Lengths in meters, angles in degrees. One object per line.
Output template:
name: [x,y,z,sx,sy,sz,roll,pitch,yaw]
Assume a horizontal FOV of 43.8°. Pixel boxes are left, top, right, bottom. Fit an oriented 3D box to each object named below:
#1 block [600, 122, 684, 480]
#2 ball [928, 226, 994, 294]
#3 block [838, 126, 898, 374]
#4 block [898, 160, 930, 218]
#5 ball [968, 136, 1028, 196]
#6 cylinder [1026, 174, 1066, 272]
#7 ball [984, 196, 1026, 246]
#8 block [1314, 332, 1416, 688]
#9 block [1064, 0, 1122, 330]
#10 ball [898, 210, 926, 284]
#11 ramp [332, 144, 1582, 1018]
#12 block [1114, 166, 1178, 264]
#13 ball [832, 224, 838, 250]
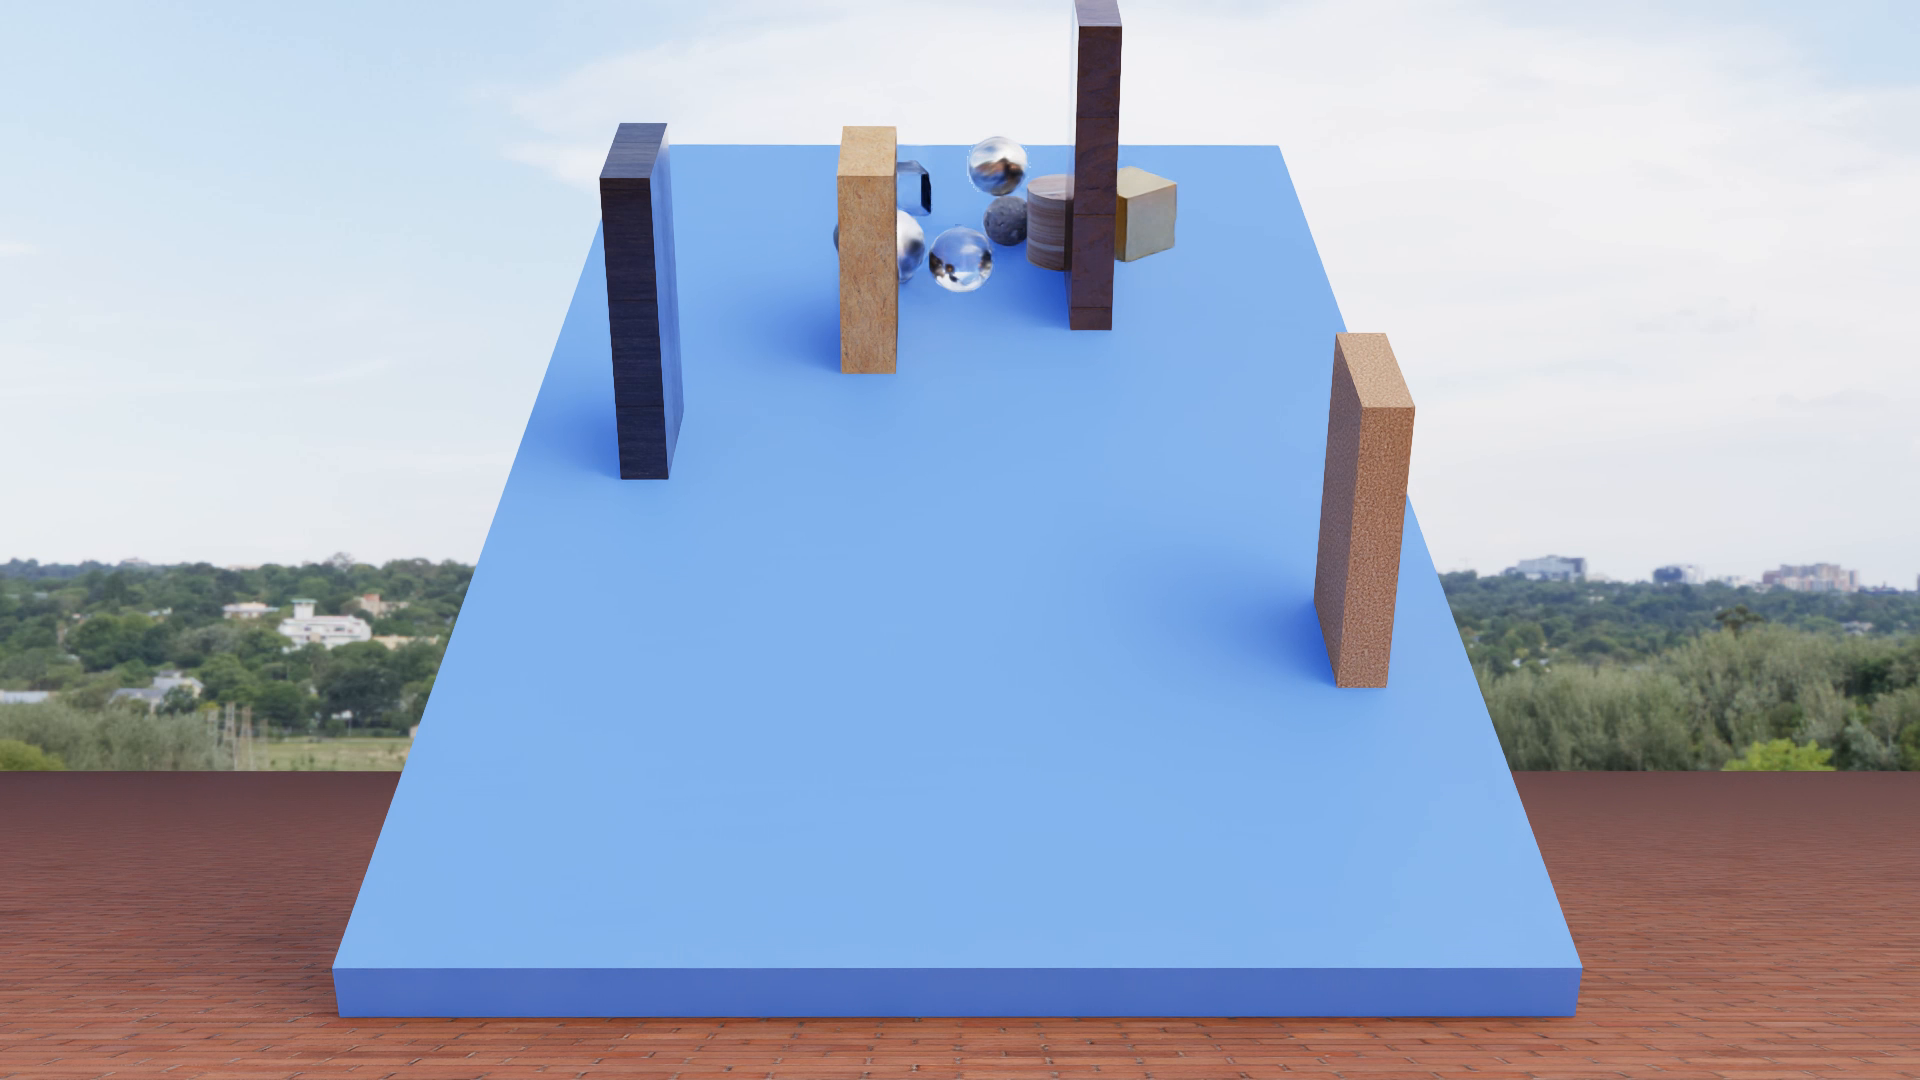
block: [-0.704,-0.532,5.329,0.106,0.707,0.360,0,28,0]
ball: [0.003,-0.708,6.046,0.166,0.166,0.166,0,-5,0]
block: [-0.223,-0.716,5.884,0.133,0.508,0.361,0,28,0]
block: [-0.164,-0.997,6.811,0.124,0.124,0.124,-10,30,-18]
ball: [0.106,-1.026,6.563,0.163,0.163,0.163,0,-5,0]
cylinder: [0.282,-0.860,6.475,0.203,0.203,0.203,0,28,0]
ball: [0.134,-0.879,6.576,0.139,0.139,0.139,0,-5,0]
block: [0.769,-0.058,4.581,0.095,0.592,0.337,0,28,0]
block: [0.334,-0.975,6.072,0.105,0.788,0.399,0,28,0]
ball: [-0.192,-0.775,6.314,0.204,0.204,0.204,0,-5,0]
ramp: [-0.012,-0.221,5.608,2.000,0.100,4.000,0,28,0]
block: [0.461,-0.894,6.558,0.186,0.186,0.186,-21,35,-34]
ball: [-0.265,-0.776,6.126,0.122,0.122,0.122,0,-5,0]
